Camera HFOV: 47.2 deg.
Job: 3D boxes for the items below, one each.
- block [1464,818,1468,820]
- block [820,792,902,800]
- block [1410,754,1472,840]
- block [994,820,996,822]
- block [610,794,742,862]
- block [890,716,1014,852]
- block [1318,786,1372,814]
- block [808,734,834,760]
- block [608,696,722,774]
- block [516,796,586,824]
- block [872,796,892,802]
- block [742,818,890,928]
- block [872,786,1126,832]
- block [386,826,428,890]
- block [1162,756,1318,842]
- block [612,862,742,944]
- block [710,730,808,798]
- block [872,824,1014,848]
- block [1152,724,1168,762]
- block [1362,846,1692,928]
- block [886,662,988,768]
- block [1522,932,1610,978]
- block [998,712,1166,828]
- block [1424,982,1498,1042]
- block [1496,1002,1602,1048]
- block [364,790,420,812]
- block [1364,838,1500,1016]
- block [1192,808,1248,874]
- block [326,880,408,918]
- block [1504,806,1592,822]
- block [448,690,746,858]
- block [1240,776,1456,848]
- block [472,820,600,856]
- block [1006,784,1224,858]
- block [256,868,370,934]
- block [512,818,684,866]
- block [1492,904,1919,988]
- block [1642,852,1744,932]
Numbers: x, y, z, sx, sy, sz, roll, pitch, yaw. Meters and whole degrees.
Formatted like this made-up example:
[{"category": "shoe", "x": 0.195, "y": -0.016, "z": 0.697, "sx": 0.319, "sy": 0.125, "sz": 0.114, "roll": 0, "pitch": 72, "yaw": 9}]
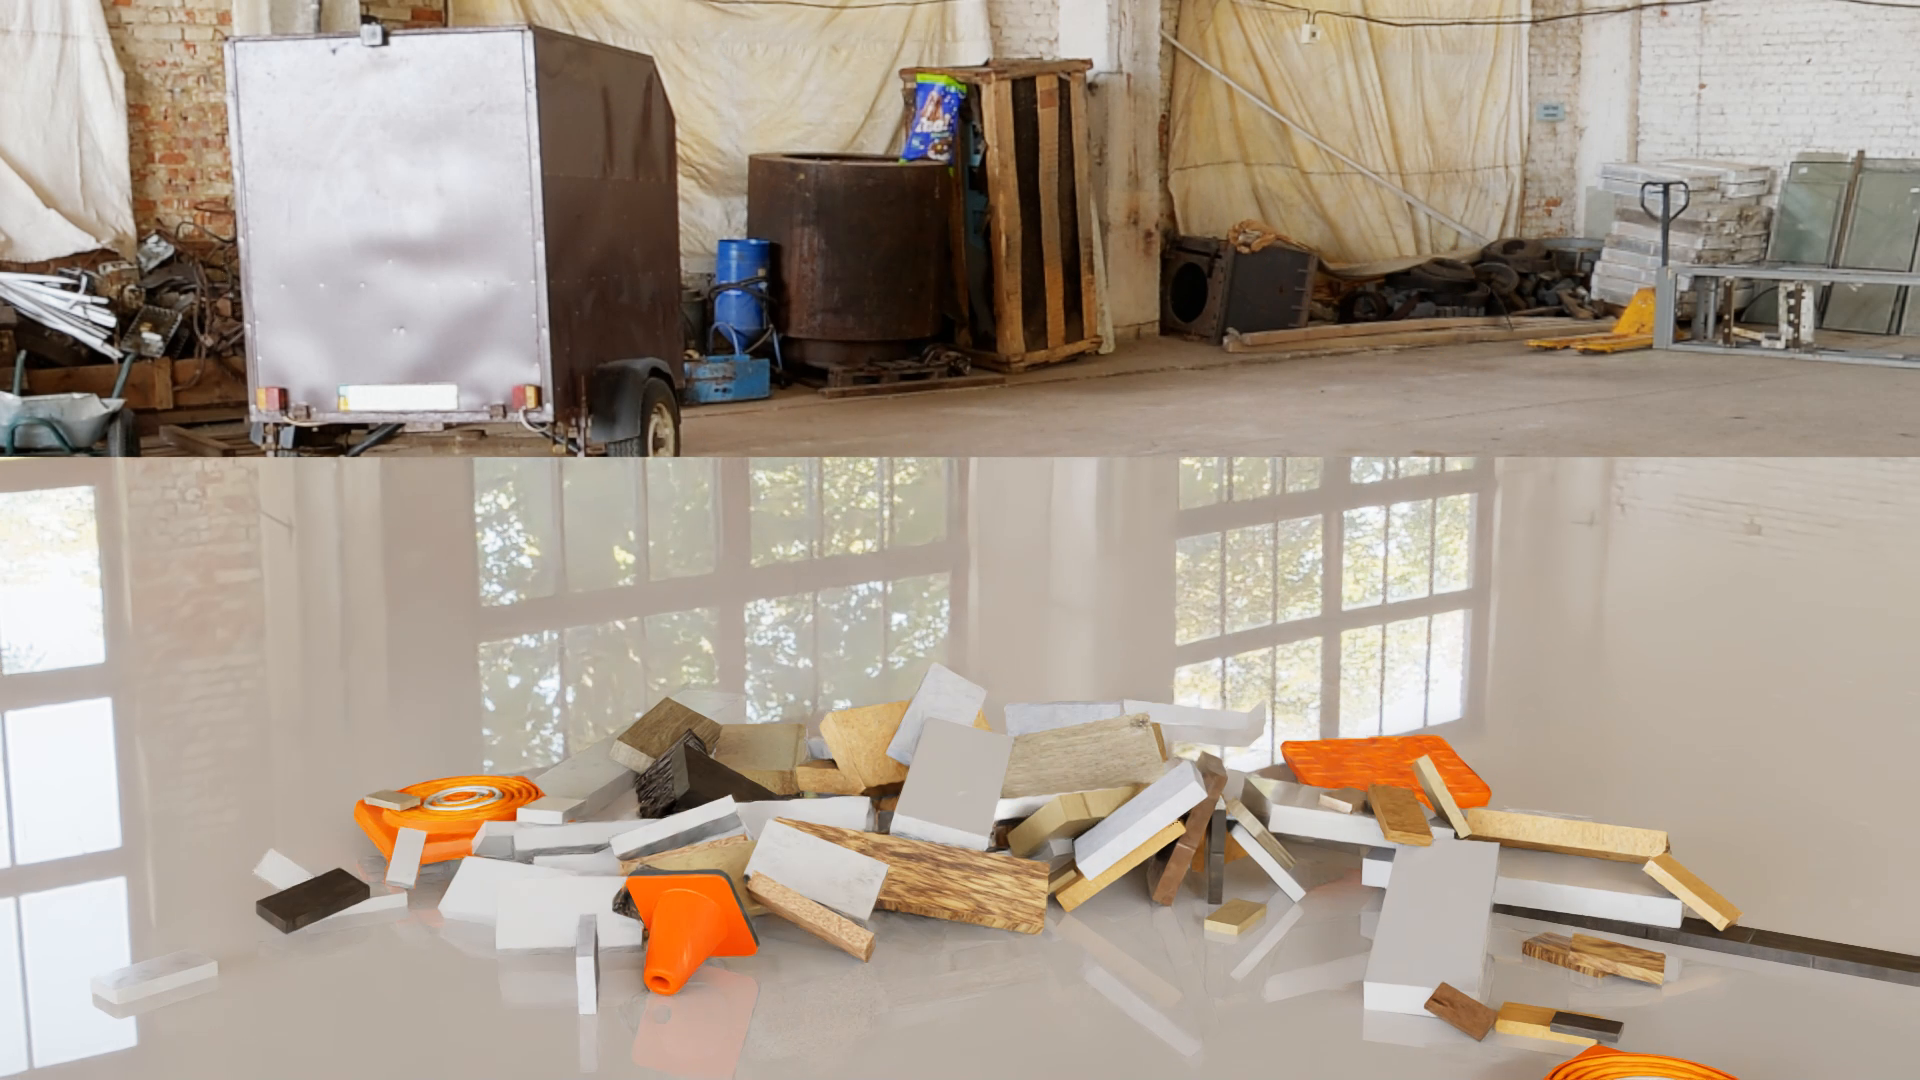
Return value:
[{"category": "block", "x": 0.853, "y": 0.527, "z": 3.962, "sx": 0.058, "sy": 0.016, "sz": 0.182, "roll": 8, "pitch": 13, "yaw": 35}, {"category": "block", "x": -0.134, "y": 0.448, "z": 4.061, "sx": 0.230, "sy": 0.033, "sz": 0.115, "roll": -10, "pitch": 5, "yaw": -20}, {"category": "block", "x": 0.808, "y": 0.436, "z": 3.696, "sx": 0.021, "sy": 0.149, "sz": 0.074, "roll": -26, "pitch": -16, "yaw": -4}, {"category": "block", "x": 0.074, "y": 0.491, "z": 4.003, "sx": 0.255, "sy": 0.036, "sz": 0.127, "roll": -4, "pitch": -7, "yaw": -21}, {"category": "block", "x": -0.457, "y": 0.471, "z": 3.551, "sx": 0.204, "sy": 0.029, "sz": 0.102, "roll": -19, "pitch": -19, "yaw": -8}, {"category": "block", "x": -0.010, "y": 0.416, "z": 3.725, "sx": 0.158, "sy": 0.045, "sz": 0.382, "roll": 14, "pitch": 21, "yaw": 3}, {"category": "block", "x": 0.652, "y": 0.435, "z": 3.681, "sx": 0.058, "sy": 0.016, "sz": 0.115, "roll": 16, "pitch": 10, "yaw": 32}, {"category": "block", "x": -0.209, "y": 0.376, "z": 4.124, "sx": 0.127, "sy": 0.036, "sz": 0.254, "roll": -14, "pitch": -2, "yaw": -11}, {"category": "block", "x": -0.576, "y": 0.403, "z": 4.375, "sx": 0.145, "sy": 0.041, "sz": 0.291, "roll": 27, "pitch": 17, "yaw": 5}, {"category": "block", "x": -0.699, "y": 0.464, "z": 3.774, "sx": 0.077, "sy": 0.022, "sz": 0.181, "roll": 4, "pitch": 0, "yaw": 3}, {"category": "block", "x": -0.176, "y": 0.446, "z": 4.237, "sx": 0.119, "sy": 0.034, "sz": 0.238, "roll": -29, "pitch": 21, "yaw": -21}, {"category": "block", "x": -0.224, "y": 0.520, "z": 3.433, "sx": 0.204, "sy": 0.029, "sz": 0.102, "roll": 20, "pitch": 55, "yaw": 4}, {"category": "block", "x": 0.064, "y": 0.468, "z": 3.818, "sx": 0.436, "sy": 0.034, "sz": 0.119, "roll": -4, "pitch": -7, "yaw": -11}, {"category": "block", "x": -0.922, "y": 0.529, "z": 3.665, "sx": 0.045, "sy": 0.013, "sz": 0.108, "roll": 12, "pitch": 46, "yaw": -9}, {"category": "block", "x": 0.515, "y": 0.470, "z": 4.017, "sx": 0.367, "sy": 0.039, "sz": 0.139, "roll": 11, "pitch": 19, "yaw": 37}, {"category": "block", "x": -0.437, "y": 0.561, "z": 3.393, "sx": 0.176, "sy": 0.088, "sz": 0.025, "roll": 24, "pitch": 28, "yaw": -28}, {"category": "block", "x": -0.405, "y": 0.439, "z": 4.353, "sx": 0.163, "sy": 0.046, "sz": 0.327, "roll": 1, "pitch": 11, "yaw": 5}, {"category": "block", "x": -0.044, "y": 0.522, "z": 3.839, "sx": 0.255, "sy": 0.036, "sz": 0.127, "roll": -2, "pitch": -6, "yaw": -10}, {"category": "block", "x": 0.330, "y": 0.431, "z": 4.273, "sx": 0.139, "sy": 0.039, "sz": 0.278, "roll": 2, "pitch": 20, "yaw": -1}, {"category": "block", "x": 0.931, "y": 0.555, "z": 3.617, "sx": 0.505, "sy": 0.045, "sz": 0.160, "roll": 5, "pitch": 11, "yaw": 23}, {"category": "block", "x": -0.041, "y": 0.330, "z": 3.977, "sx": 0.115, "sy": 0.033, "sz": 0.230, "roll": 29, "pitch": 42, "yaw": -2}, {"category": "block", "x": 0.940, "y": 0.635, "z": 3.371, "sx": 0.068, "sy": 0.019, "sz": 0.137, "roll": -9, "pitch": 14, "yaw": -40}, {"category": "block", "x": 0.211, "y": 0.418, "z": 3.977, "sx": 0.319, "sy": 0.159, "sz": 0.045, "roll": -8, "pitch": -18, "yaw": -21}, {"category": "block", "x": 0.707, "y": 0.665, "z": 3.102, "sx": 0.092, "sy": 0.013, "sz": 0.046, "roll": 28, "pitch": 59, "yaw": 35}, {"category": "block", "x": 0.833, "y": 0.684, "z": 3.109, "sx": 0.137, "sy": 0.019, "sz": 0.068, "roll": 4, "pitch": 11, "yaw": 23}, {"category": "block", "x": -0.992, "y": 0.455, "z": 3.844, "sx": 0.091, "sy": 0.013, "sz": 0.045, "roll": 6, "pitch": 14, "yaw": 35}, {"category": "block", "x": 0.730, "y": 0.586, "z": 3.376, "sx": 0.159, "sy": 0.045, "sz": 0.488, "roll": 2, "pitch": 19, "yaw": 17}, {"category": "block", "x": 0.471, "y": 0.511, "z": 3.838, "sx": 0.027, "sy": 0.094, "sz": 0.187, "roll": 10, "pitch": 14, "yaw": 41}, {"category": "block", "x": -0.997, "y": 0.589, "z": 3.610, "sx": 0.159, "sy": 0.023, "sz": 0.080, "roll": -5, "pitch": 12, "yaw": -26}, {"category": "block", "x": 1.029, "y": 0.515, "z": 3.862, "sx": 0.148, "sy": 0.074, "sz": 0.021, "roll": 4, "pitch": 0, "yaw": 23}, {"category": "block", "x": -0.683, "y": 0.444, "z": 4.342, "sx": 0.145, "sy": 0.041, "sz": 1.037, "roll": 3, "pitch": 11, "yaw": 16}, {"category": "block", "x": 0.649, "y": 0.464, "z": 3.698, "sx": 0.320, "sy": 0.045, "sz": 0.160, "roll": 9, "pitch": 9, "yaw": -11}, {"category": "block", "x": -0.668, "y": 0.511, "z": 3.759, "sx": 0.313, "sy": 0.025, "sz": 0.088, "roll": 4, "pitch": -32, "yaw": -26}, {"category": "block", "x": 0.268, "y": 0.475, "z": 3.756, "sx": 0.349, "sy": 0.046, "sz": 0.163, "roll": -1, "pitch": -29, "yaw": -36}, {"category": "block", "x": -1.041, "y": 0.579, "z": 3.540, "sx": 0.080, "sy": 0.023, "sz": 0.159, "roll": 22, "pitch": 27, "yaw": 34}, {"category": "block", "x": -0.595, "y": 0.521, "z": 3.739, "sx": 0.323, "sy": 0.036, "sz": 0.127, "roll": -3, "pitch": -29, "yaw": -15}, {"category": "block", "x": 1.144, "y": 0.617, "z": 3.467, "sx": 0.700, "sy": 0.021, "sz": 0.075, "roll": 6, "pitch": 12, "yaw": 29}, {"category": "block", "x": 1.156, "y": 0.554, "z": 3.469, "sx": 0.149, "sy": 0.021, "sz": 0.075, "roll": 41, "pitch": 24, "yaw": 28}]
